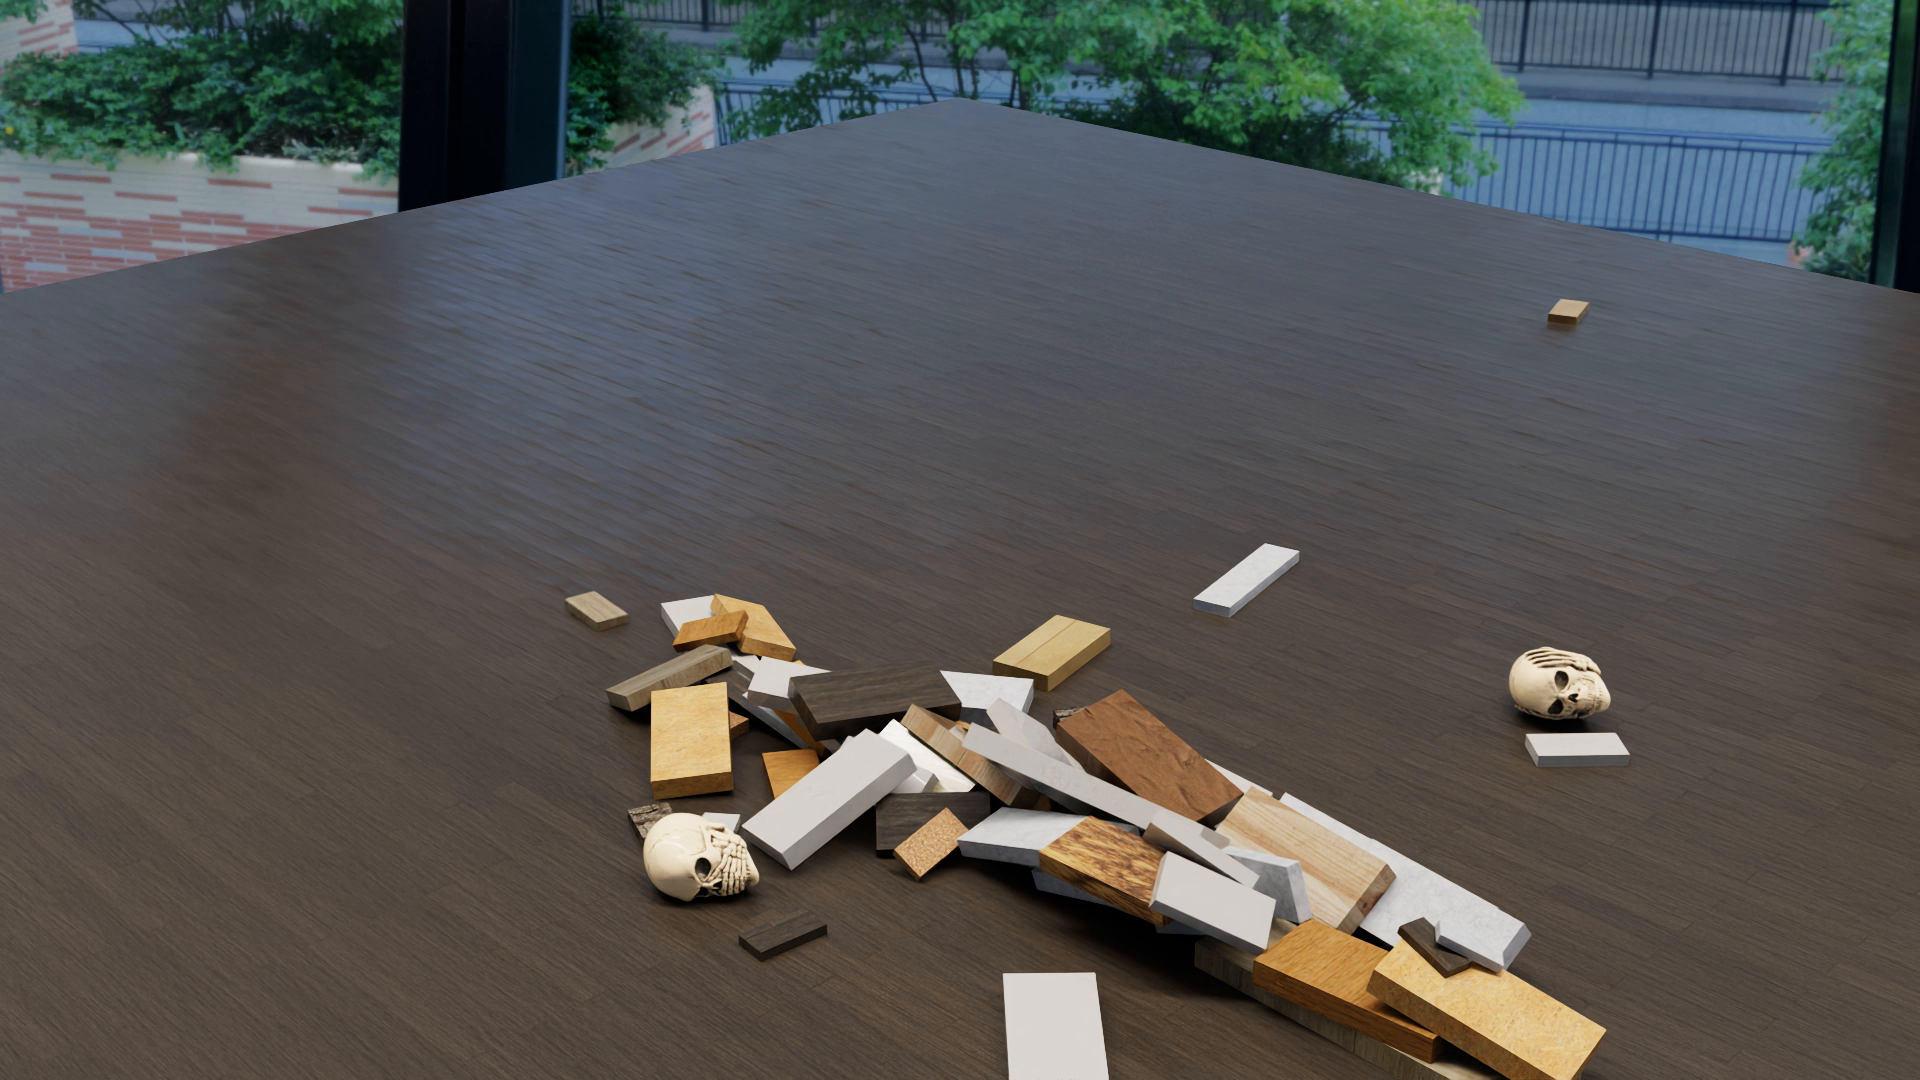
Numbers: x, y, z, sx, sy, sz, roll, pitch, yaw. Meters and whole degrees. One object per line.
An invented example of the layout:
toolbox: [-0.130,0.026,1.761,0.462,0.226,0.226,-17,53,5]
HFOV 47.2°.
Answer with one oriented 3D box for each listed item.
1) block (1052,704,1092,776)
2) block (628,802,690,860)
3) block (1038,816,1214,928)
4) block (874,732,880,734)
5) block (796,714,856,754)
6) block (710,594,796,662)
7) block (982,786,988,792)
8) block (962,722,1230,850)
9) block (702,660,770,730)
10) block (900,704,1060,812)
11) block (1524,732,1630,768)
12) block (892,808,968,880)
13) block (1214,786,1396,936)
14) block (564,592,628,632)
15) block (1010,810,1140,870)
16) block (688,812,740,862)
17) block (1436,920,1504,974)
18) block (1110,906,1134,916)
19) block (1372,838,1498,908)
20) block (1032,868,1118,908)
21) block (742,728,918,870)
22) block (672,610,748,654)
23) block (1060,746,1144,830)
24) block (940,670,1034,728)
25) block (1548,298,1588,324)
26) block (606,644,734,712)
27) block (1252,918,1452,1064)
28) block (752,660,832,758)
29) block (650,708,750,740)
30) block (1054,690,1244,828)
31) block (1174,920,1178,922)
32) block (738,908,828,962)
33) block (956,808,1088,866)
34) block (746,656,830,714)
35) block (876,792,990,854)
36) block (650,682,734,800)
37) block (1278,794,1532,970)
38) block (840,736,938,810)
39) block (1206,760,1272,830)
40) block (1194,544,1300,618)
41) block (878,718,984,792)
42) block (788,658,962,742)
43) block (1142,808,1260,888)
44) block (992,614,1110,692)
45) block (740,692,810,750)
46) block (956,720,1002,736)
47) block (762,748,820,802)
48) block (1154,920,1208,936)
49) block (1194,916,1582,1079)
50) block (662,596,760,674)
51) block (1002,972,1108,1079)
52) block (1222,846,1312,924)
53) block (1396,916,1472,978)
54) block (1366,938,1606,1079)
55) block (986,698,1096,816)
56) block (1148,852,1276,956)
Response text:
block: [0.312,0.429,4.603,0.146,0.041,0.292,-7,24,-16]
block: [-0.599,0.577,4.370,0.083,0.024,0.167,-9,25,-21]
block: [0.299,0.596,3.970,0.289,0.041,0.144,20,36,40]
block: [-0.119,0.458,4.556,0.090,0.025,0.179,-19,47,-39]
block: [-0.211,0.420,4.633,0.128,0.036,0.257,-22,48,-41]
block: [-0.488,0.206,5.165,0.129,0.037,0.258,15,15,-28]
block: [-0.028,0.483,4.509,0.090,0.025,0.179,-11,42,-42]
block: [0.258,0.483,4.207,0.512,0.050,0.178,22,-6,27]
block: [-0.467,0.342,4.858,0.201,0.028,0.100,30,41,31]
block: [0.042,0.450,4.455,0.327,0.046,0.163,34,3,36]
block: [1.311,0.446,4.674,0.194,0.027,0.097,-1,23,-2]
block: [-0.054,0.588,4.258,0.146,0.021,0.073,-35,73,-33]
block: [0.626,0.612,4.129,0.178,0.050,0.356,-49,41,-11]
block: [-0.881,0.172,5.325,0.083,0.024,0.167,-16,28,-34]
block: [0.200,0.580,4.209,0.144,0.041,0.289,-25,15,-33]
block: [-0.486,0.587,4.351,0.073,0.021,0.146,3,23,6]
block: [0.856,0.682,3.695,0.117,0.017,0.058,27,20,1]
block: [0.345,0.663,4.098,0.095,0.027,0.191,-24,20,-31]
block: [0.836,0.668,4.130,0.155,0.044,0.310,-17,28,-34]
block: [0.280,0.623,4.108,0.144,0.041,0.289,-25,15,-33]
block: [-0.257,0.508,4.331,0.323,0.046,0.162,-37,31,-21]
block: [-0.576,0.211,5.080,0.166,0.024,0.083,-12,32,22]
block: [0.324,0.493,4.552,0.130,0.037,0.348,-14,27,-30]
block: [-0.010,0.350,4.876,0.323,0.046,0.162,5,23,11]
block: [2.097,-0.787,7.581,0.097,0.027,0.193,11,25,24]
block: [-0.646,0.305,4.891,0.258,0.037,0.129,-25,14,-26]
block: [0.697,0.767,3.763,0.350,0.050,0.175,19,29,37]
block: [-0.322,0.363,4.742,0.128,0.036,0.256,-17,45,-40]
block: [-0.568,0.392,4.800,0.201,0.028,0.100,17,28,35]
block: [0.374,0.451,4.377,0.178,0.050,0.355,-25,49,-32]
block: [0.433,0.657,3.957,0.095,0.027,0.191,-26,21,-35]
block: [-0.324,0.723,4.030,0.146,0.021,0.073,-18,29,-35]
block: [0.127,0.565,4.186,0.130,0.037,0.260,-30,18,-36]
block: [-0.312,0.324,4.670,0.257,0.036,0.128,12,31,3]
block: [-0.053,0.555,4.322,0.224,0.112,0.032,-1,-21,-2]
block: [-0.569,0.422,4.654,0.163,0.046,0.351,-7,28,-4]
block: [0.772,0.652,4.060,0.155,0.044,0.582,-50,42,-12]
block: [-0.164,0.484,4.432,0.224,0.032,0.112,20,66,34]
block: [0.451,0.498,4.405,0.310,0.044,0.155,26,43,22]
block: [0.719,0.098,5.494,0.097,0.027,0.406,14,27,29]
block: [-0.088,0.480,4.447,0.260,0.037,0.130,32,73,37]
block: [-0.179,0.333,4.614,0.327,0.046,0.163,-6,35,-25]
block: [0.431,0.572,3.963,0.213,0.107,0.030,33,67,10]
block: [0.214,0.260,5.094,0.146,0.041,0.292,14,27,29]
block: [-0.368,0.379,4.763,0.201,0.028,0.100,32,36,26]
block: [0.026,0.435,4.617,0.179,0.090,0.025,16,23,33]
block: [-0.337,0.501,4.539,0.112,0.032,0.224,-5,23,-11]
block: [0.455,0.689,4.011,0.095,0.027,0.191,-21,8,-40]
block: [0.718,0.816,3.773,0.175,0.050,0.680,-20,30,-39]
block: [-0.571,0.249,5.127,0.129,0.037,0.487,-9,25,-20]
block: [0.159,0.844,3.714,0.162,0.046,0.324,0,23,-1]
block: [0.552,0.625,3.995,0.030,0.107,0.213,-18,9,-27]
block: [0.796,0.684,3.692,0.058,0.017,0.117,-12,40,-34]
block: [0.868,0.777,3.633,0.350,0.050,0.175,29,35,25]
block: [0.167,0.445,4.512,0.146,0.041,0.292,34,12,-33]
block: [0.443,0.637,3.848,0.213,0.030,0.107,25,48,-5]
